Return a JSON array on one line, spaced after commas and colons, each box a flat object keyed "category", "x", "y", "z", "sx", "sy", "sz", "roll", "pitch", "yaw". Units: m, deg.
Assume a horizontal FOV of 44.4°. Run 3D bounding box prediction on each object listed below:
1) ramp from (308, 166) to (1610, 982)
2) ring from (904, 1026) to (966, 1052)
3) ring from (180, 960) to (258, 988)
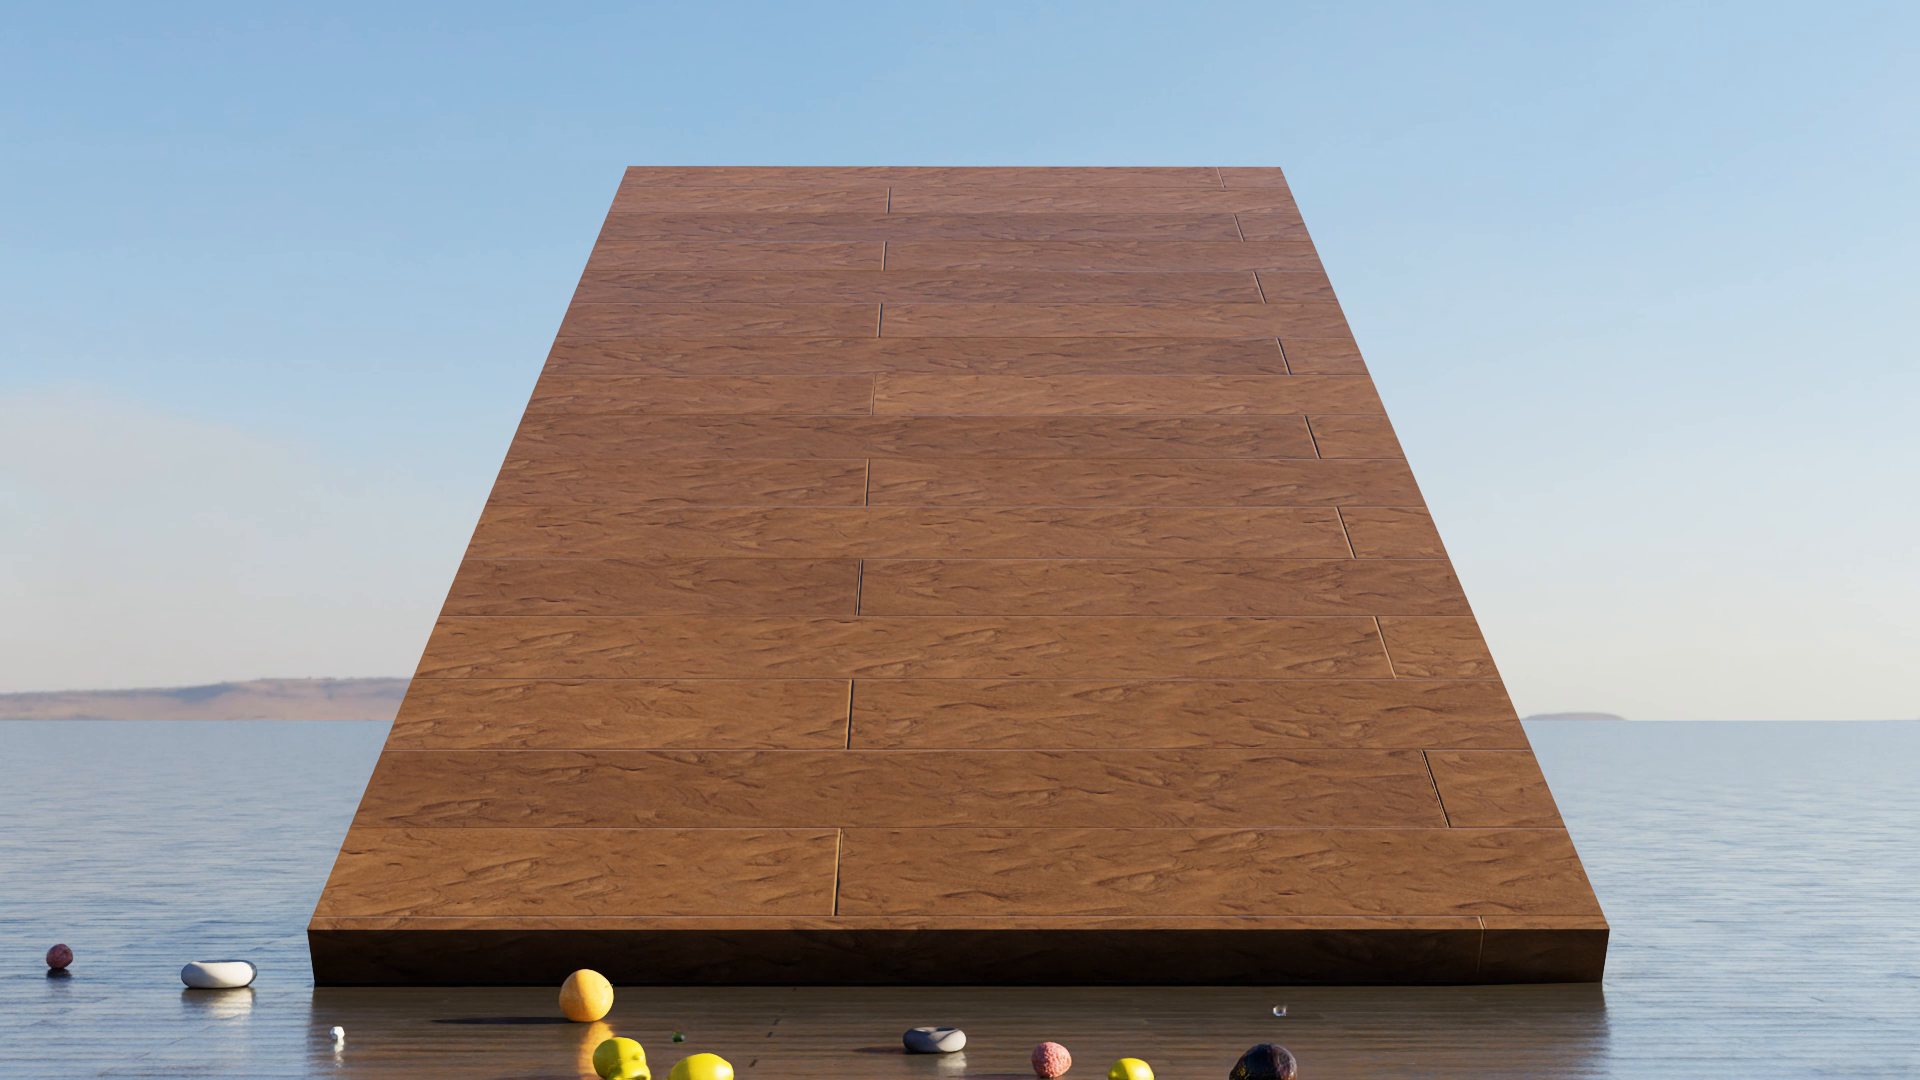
[{"category": "ramp", "x": -0.010, "y": -0.229, "z": 5.434, "sx": 2.000, "sy": 0.100, "sz": 4.000, "roll": 0, "pitch": 26, "yaw": 0}, {"category": "ring", "x": -0.032, "y": 0.620, "z": 2.921, "sx": 0.078, "sy": 0.026, "sz": 0.078, "roll": 0, "pitch": -6, "yaw": 0}, {"category": "ring", "x": -1.137, "y": 0.666, "z": 3.613, "sx": 0.112, "sy": 0.037, "sz": 0.112, "roll": -1, "pitch": -6, "yaw": 0}]
